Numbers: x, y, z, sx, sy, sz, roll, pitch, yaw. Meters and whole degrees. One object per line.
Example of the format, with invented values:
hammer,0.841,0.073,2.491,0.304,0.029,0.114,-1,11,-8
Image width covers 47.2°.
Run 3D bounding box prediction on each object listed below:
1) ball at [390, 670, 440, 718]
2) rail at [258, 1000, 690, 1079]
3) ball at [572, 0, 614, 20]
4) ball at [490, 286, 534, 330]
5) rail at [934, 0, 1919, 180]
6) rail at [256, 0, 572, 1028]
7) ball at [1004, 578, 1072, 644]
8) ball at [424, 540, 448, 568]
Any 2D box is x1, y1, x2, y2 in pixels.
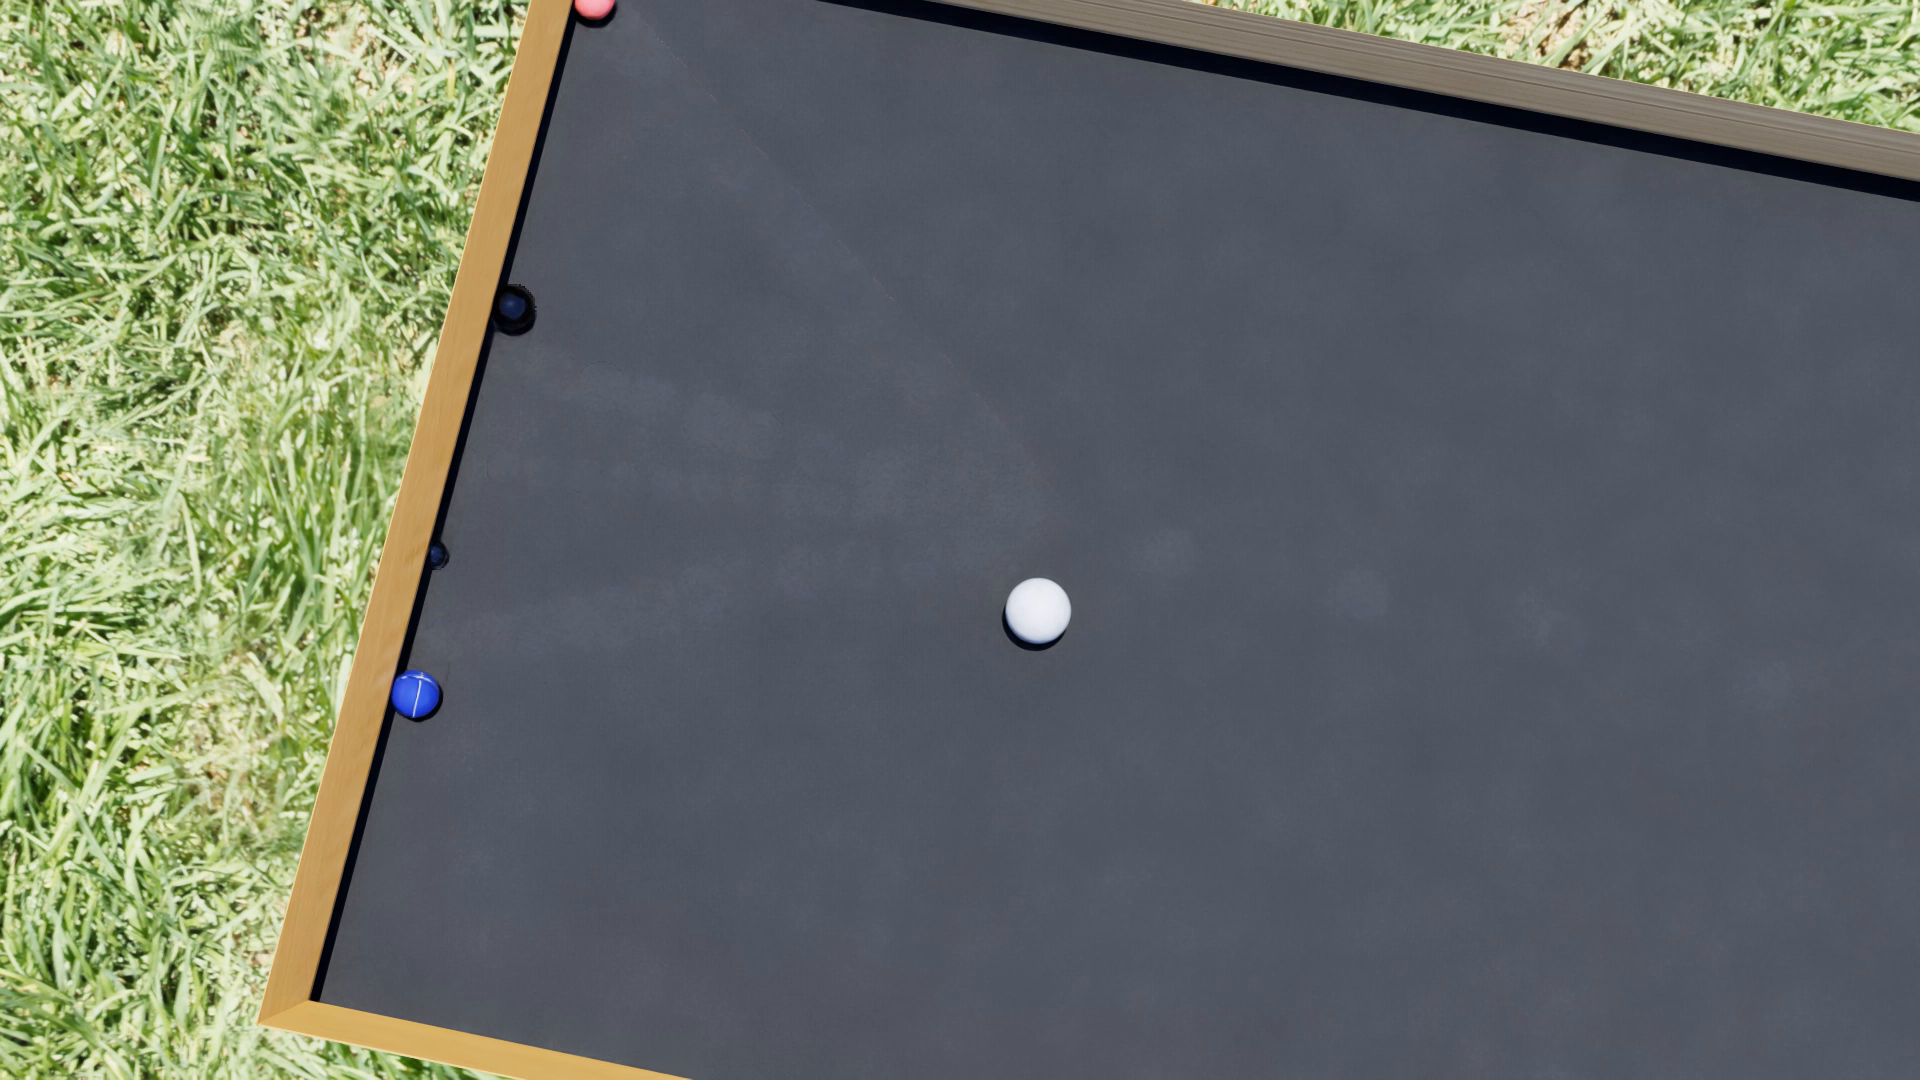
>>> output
ball,-0.811,0.228,3.271,0.071,0.071,0.071,0,76,0
rail,0.637,0.982,3.058,3.293,0.130,0.045,11,77,3
ball,-0.590,-0.871,3.539,0.069,0.069,0.069,0,76,0
ball,-0.696,-0.361,3.416,0.068,0.068,0.068,0,76,0
rail,0.978,-0.683,3.461,3.293,0.130,0.045,11,77,3
rail,-0.784,-0.159,3.334,0.045,0.130,1.795,11,77,3
ball,0.117,0.106,3.286,0.100,0.100,0.100,0,76,0
ball,-0.799,0.021,3.336,0.043,0.043,0.043,0,76,0
